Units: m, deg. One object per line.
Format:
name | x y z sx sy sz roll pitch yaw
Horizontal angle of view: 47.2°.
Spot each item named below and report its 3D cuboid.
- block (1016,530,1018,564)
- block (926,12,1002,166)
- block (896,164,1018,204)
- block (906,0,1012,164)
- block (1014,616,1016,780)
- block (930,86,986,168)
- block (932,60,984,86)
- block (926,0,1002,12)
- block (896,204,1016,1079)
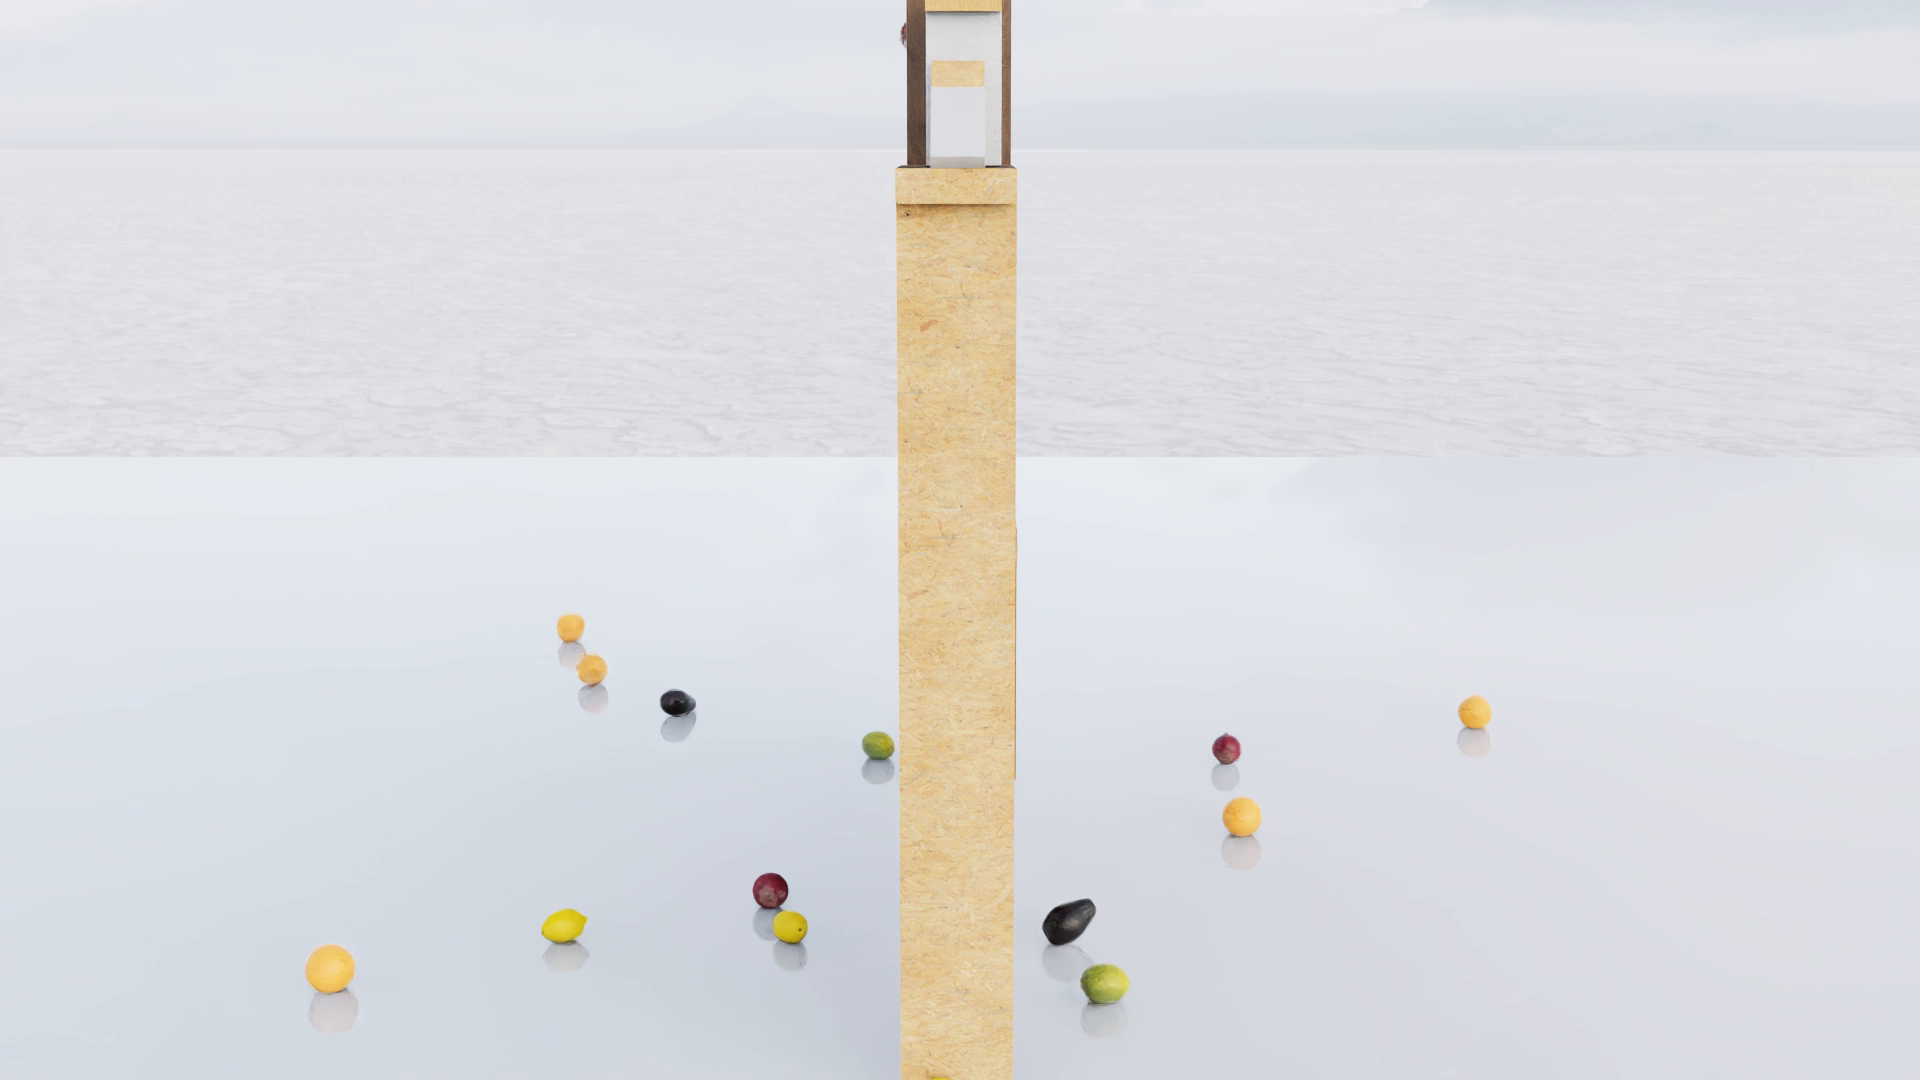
block | 0.000 -0.018 3.453 0.171 0.049 0.343 0 11 0
block | 0.004 -0.570 2.784 0.095 0.190 0.027 0 7 0
block | -0.004 -0.452 2.788 0.147 0.042 0.293 0 11 0
block | -0.002 -0.630 2.982 0.141 0.282 0.040 0 10 0
block | 0.000 0.195 3.376 0.171 0.343 0.049 0 11 0
block | -0.003 -0.505 2.691 0.066 0.019 0.132 0 50 0
block | -0.003 -0.533 2.748 0.066 0.132 0.019 0 -8 0
block | 0.004 -0.687 2.823 0.095 0.027 0.190 0 10 0
block | -0.004 0.159 2.801 0.147 1.165 0.042 0 10 0
